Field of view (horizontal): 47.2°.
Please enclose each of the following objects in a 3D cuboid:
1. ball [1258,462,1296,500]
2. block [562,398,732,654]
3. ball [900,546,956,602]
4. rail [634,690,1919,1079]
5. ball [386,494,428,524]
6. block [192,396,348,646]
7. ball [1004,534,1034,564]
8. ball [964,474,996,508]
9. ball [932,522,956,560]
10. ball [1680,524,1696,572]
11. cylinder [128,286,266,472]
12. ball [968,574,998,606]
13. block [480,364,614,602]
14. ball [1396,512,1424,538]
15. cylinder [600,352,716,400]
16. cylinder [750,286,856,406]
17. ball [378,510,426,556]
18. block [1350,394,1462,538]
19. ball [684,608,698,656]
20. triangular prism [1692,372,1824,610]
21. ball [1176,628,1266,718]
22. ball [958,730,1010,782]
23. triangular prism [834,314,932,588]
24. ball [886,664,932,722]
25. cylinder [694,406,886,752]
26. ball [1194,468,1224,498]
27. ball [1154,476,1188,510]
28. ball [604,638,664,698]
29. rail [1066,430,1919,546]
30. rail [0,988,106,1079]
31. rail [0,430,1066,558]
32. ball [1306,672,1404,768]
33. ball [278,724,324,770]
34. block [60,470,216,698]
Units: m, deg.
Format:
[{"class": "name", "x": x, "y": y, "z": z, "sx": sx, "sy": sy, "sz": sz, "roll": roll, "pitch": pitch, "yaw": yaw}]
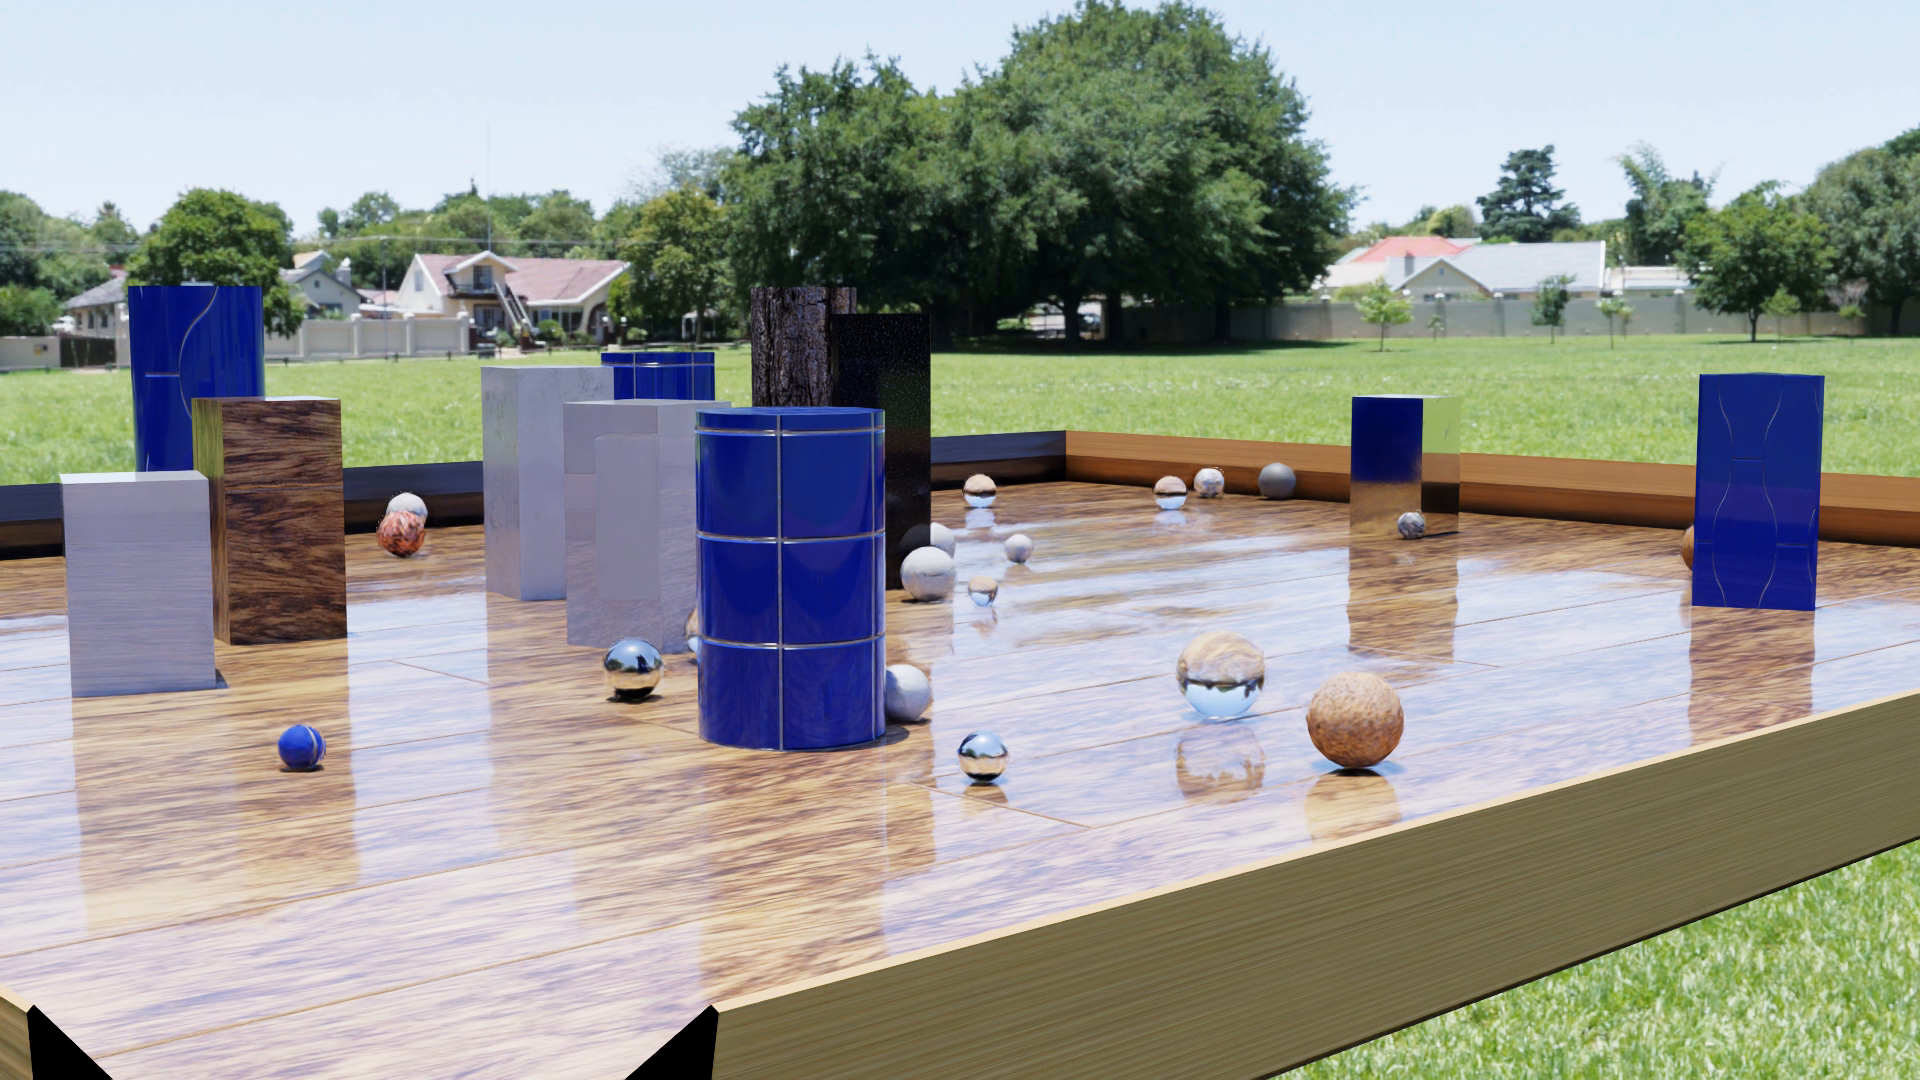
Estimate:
[{"class": "ball", "x": 0.747, "y": -0.138, "z": 5.185, "sx": 0.088, "sy": 0.088, "sz": 0.088, "roll": 0, "pitch": 6, "yaw": 0}, {"class": "block", "x": -0.416, "y": -0.023, "z": 2.949, "sx": 0.158, "sy": 0.323, "sz": 0.158, "roll": 3, "pitch": 7, "yaw": 30}, {"class": "ball", "x": -0.049, "y": 0.052, "z": 3.370, "sx": 0.085, "sy": 0.085, "sz": 0.085, "roll": 0, "pitch": 6, "yaw": 0}, {"class": "rail", "x": 1.099, "y": 0.157, "z": 2.147, "sx": 3.795, "sy": 0.129, "sz": 0.045, "roll": -5, "pitch": 8, "yaw": -42}, {"class": "ball", "x": -1.110, "y": -0.054, "z": 4.411, "sx": 0.080, "sy": 0.080, "sz": 0.080, "roll": 0, "pitch": 6, "yaw": 0}, {"class": "block", "x": -0.951, "y": -0.032, "z": 3.026, "sx": 0.158, "sy": 0.325, "sz": 0.158, "roll": -4, "pitch": 7, "yaw": -33}, {"class": "ball", "x": 0.104, "y": 0.016, "z": 3.880, "sx": 0.051, "sy": 0.051, "sz": 0.051, "roll": 0, "pitch": 6, "yaw": 0}, {"class": "ball", "x": 0.045, "y": -0.110, "z": 4.977, "sx": 0.075, "sy": 0.075, "sz": 0.075, "roll": 0, "pitch": 6, "yaw": 0}, {"class": "ball", "x": -0.049, "y": 0.013, "z": 3.750, "sx": 0.085, "sy": 0.085, "sz": 0.085, "roll": 0, "pitch": 6, "yaw": 0}, {"class": "ball", "x": 1.254, "y": 0.015, "z": 3.665, "sx": 0.099, "sy": 0.099, "sz": 0.099, "roll": 0, "pitch": 6, "yaw": 0}, {"class": "cylinder", "x": -1.184, "y": -0.154, "z": 3.432, "sx": 0.198, "sy": 0.482, "sz": 0.198, "roll": 0, "pitch": 6, "yaw": 0}, {"class": "ball", "x": 0.035, "y": 0.075, "z": 3.333, "sx": 0.047, "sy": 0.047, "sz": 0.047, "roll": 0, "pitch": 6, "yaw": 0}, {"class": "block", "x": -0.649, "y": -0.095, "z": 3.470, "sx": 0.158, "sy": 0.357, "sz": 0.158, "roll": -4, "pitch": 7, "yaw": -32}, {"class": "ball", "x": 0.881, "y": -0.028, "z": 4.299, "sx": 0.053, "sy": 0.053, "sz": 0.053, "roll": 0, "pitch": 6, "yaw": 0}, {"class": "cylinder", "x": -0.526, "y": -0.142, "z": 3.850, "sx": 0.198, "sy": 0.372, "sz": 0.198, "roll": 0, "pitch": 6, "yaw": 0}, {"class": "cylinder", "x": -0.292, "y": -0.230, "z": 4.138, "sx": 0.198, "sy": 0.487, "sz": 0.198, "roll": 0, "pitch": 6, "yaw": 0}, {"class": "ball", "x": -1.015, "y": -0.012, "z": 3.998, "sx": 0.083, "sy": 0.083, "sz": 0.083, "roll": 0, "pitch": 6, "yaw": 0}, {"class": "block", "x": 0.894, "y": -0.152, "z": 4.414, "sx": 0.158, "sy": 0.274, "sz": 0.158, "roll": 5, "pitch": 8, "yaw": 40}, {"class": "ball", "x": -0.312, "y": 0.116, "z": 2.802, "sx": 0.077, "sy": 0.077, "sz": 0.077, "roll": 0, "pitch": 6, "yaw": 0}, {"class": "triangular prism", "x": 1.215, "y": -0.079, "z": 3.351, "sx": 0.171, "sy": 0.349, "sz": 0.148, "roll": 2, "pitch": 6, "yaw": 20}, {"class": "ball", "x": 0.286, "y": 0.146, "z": 2.411, "sx": 0.098, "sy": 0.098, "sz": 0.098, "roll": 0, "pitch": 6, "yaw": 0}, {"class": "ball", "x": 0.022, "y": 0.205, "z": 2.085, "sx": 0.049, "sy": 0.049, "sz": 0.049, "roll": 0, "pitch": 6, "yaw": 0}, {"class": "triangular prism", "x": -0.157, "y": -0.147, "z": 3.576, "sx": 0.171, "sy": 0.440, "sz": 0.148, "roll": -3, "pitch": 7, "yaw": -29}, {"class": "ball", "x": -0.063, "y": 0.166, "z": 2.387, "sx": 0.063, "sy": 0.063, "sz": 0.063, "roll": 0, "pitch": 6, "yaw": 0}, {"class": "cylinder", "x": -0.177, "y": 0.035, "z": 2.309, "sx": 0.198, "sy": 0.341, "sz": 0.198, "roll": 0, "pitch": 6, "yaw": 0}, {"class": "ball", "x": 0.595, "y": -0.137, "z": 5.251, "sx": 0.072, "sy": 0.072, "sz": 0.072, "roll": 0, "pitch": 6, "yaw": 0}, {"class": "ball", "x": 0.472, "y": -0.106, "z": 4.931, "sx": 0.076, "sy": 0.076, "sz": 0.076, "roll": 0, "pitch": 6, "yaw": 0}, {"class": "ball", "x": -0.375, "y": 0.148, "z": 2.529, "sx": 0.069, "sy": 0.069, "sz": 0.069, "roll": 0, "pitch": 6, "yaw": 0}, {"class": "rail", "x": 1.377, "y": -0.098, "z": 4.596, "sx": 0.045, "sy": 0.129, "sz": 3.288, "roll": -5, "pitch": 8, "yaw": -42}, {"class": "rail", "x": -1.377, "y": 0.165, "z": 2.068, "sx": 0.045, "sy": 0.129, "sz": 3.288, "roll": -5, "pitch": 8, "yaw": -42}, {"class": "rail", "x": -1.099, "y": -0.090, "z": 4.516, "sx": 3.795, "sy": 0.129, "sz": 0.045, "roll": -5, "pitch": 8, "yaw": -42}, {"class": "ball", "x": 0.386, "y": 0.176, "z": 2.146, "sx": 0.094, "sy": 0.094, "sz": 0.094, "roll": 0, "pitch": 6, "yaw": 0}, {"class": "ball", "x": -0.642, "y": 0.202, "z": 2.141, "sx": 0.043, "sy": 0.043, "sz": 0.043, "roll": 0, "pitch": 6, "yaw": 0}, {"class": "block", "x": -0.985, "y": 0.048, "z": 2.630, "sx": 0.158, "sy": 0.248, "sz": 0.158, "roll": -3, "pitch": 6, "yaw": -23}]
